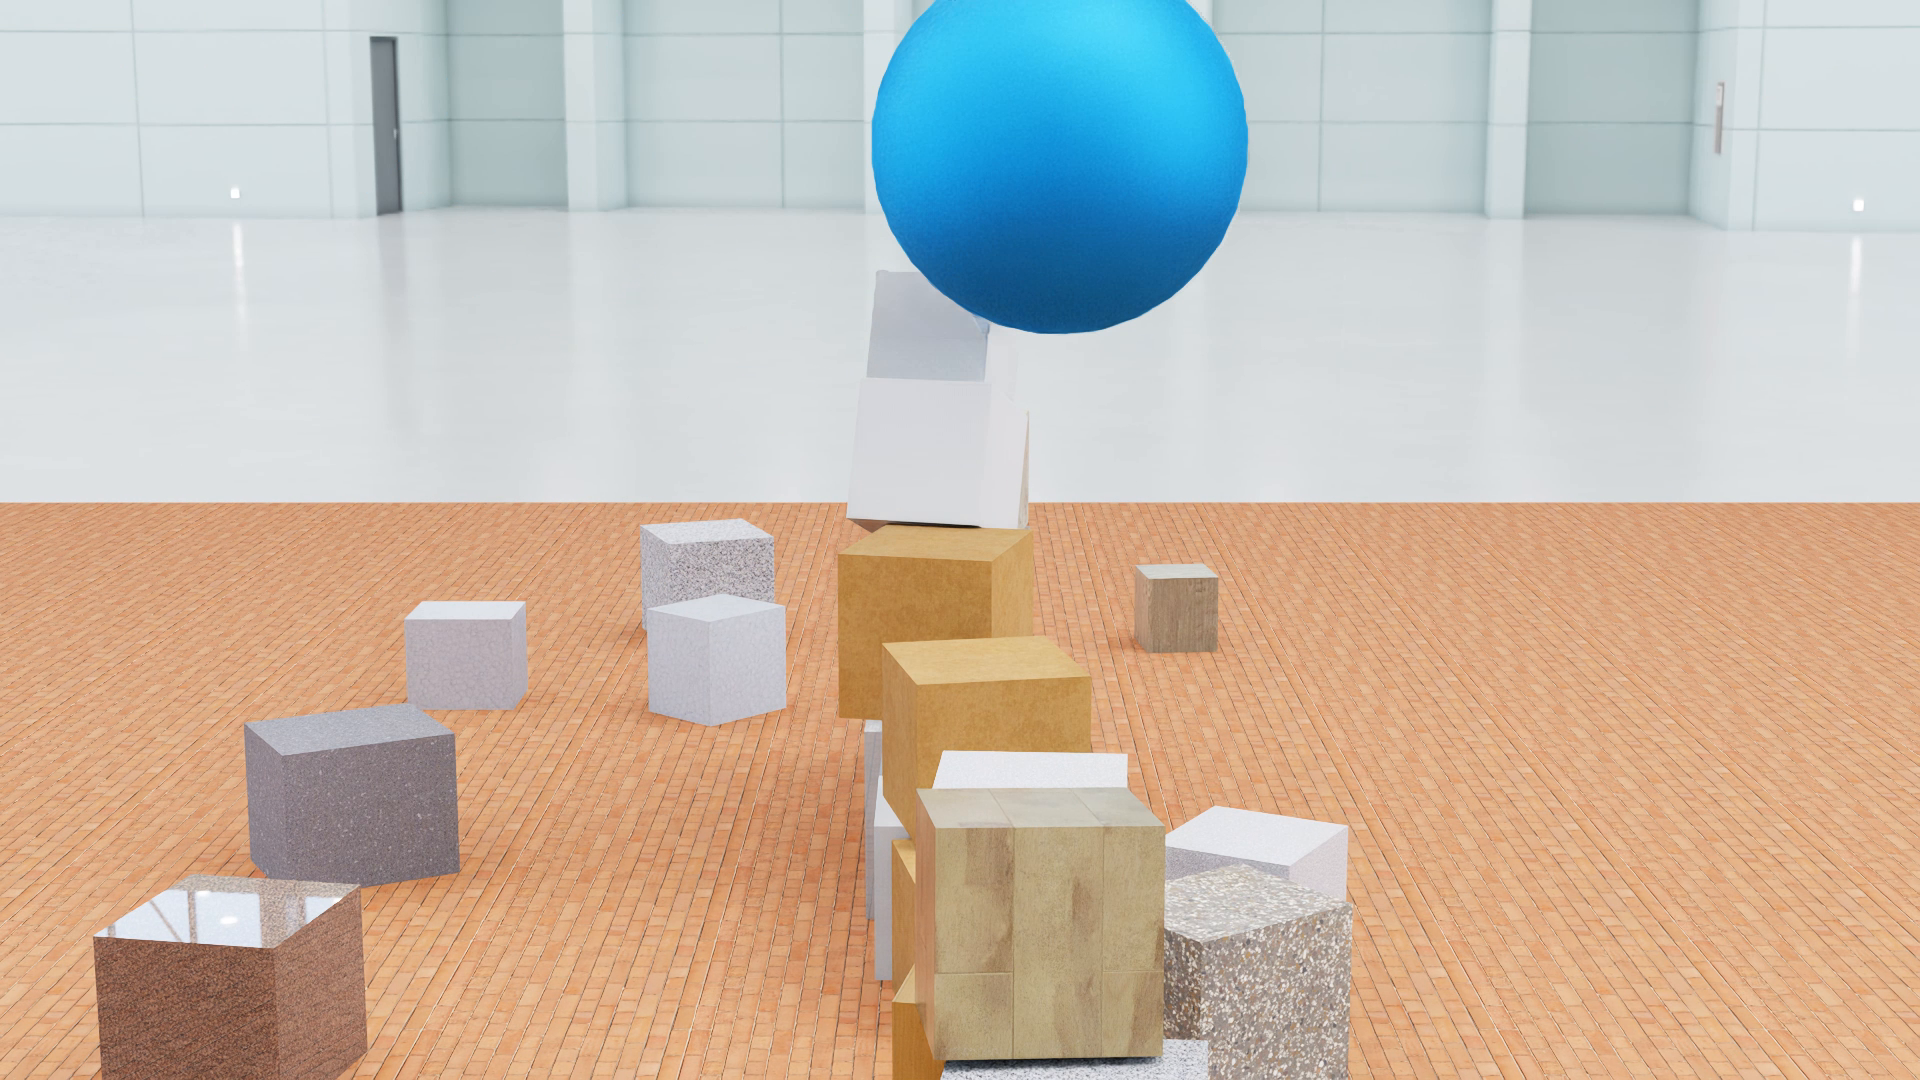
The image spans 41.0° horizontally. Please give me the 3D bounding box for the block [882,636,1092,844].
[{"bbox_3d":[0.092,0.774,10.041,0.673,0.631,0.730,-2,11,-12],"label":"block"}]

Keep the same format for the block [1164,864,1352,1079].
[{"bbox_3d":[0.914,1.584,9.002,0.696,0.662,0.578,-7,13,-35],"label":"block"}]

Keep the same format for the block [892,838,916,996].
[{"bbox_3d":[0.069,1.492,9.673,0.565,0.603,0.602,-2,10,-10],"label":"block"}]

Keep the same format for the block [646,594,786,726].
[{"bbox_3d":[-1.354,0.661,14.299,0.510,0.584,0.572,9,14,41],"label":"block"}]

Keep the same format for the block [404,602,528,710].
[{"bbox_3d":[-2.791,0.651,14.539,0.594,0.517,0.485,0,10,0],"label":"block"}]

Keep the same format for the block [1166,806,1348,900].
[{"bbox_3d":[1.105,1.442,9.803,0.557,0.656,0.584,6,12,29],"label":"block"}]

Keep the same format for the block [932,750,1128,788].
[{"bbox_3d":[0.226,1.064,8.218,0.609,0.620,0.646,1,10,4],"label":"block"}]

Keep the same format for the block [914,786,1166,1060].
[{"bbox_3d":[0.217,1.098,7.468,0.642,0.649,0.690,0,4,-6],"label":"block"}]

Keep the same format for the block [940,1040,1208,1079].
[{"bbox_3d":[0.309,1.876,7.099,0.732,0.769,0.753,1,10,6],"label":"block"}]

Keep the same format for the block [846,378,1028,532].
[{"bbox_3d":[-0.095,-0.340,11.786,0.613,0.645,0.704,3,-9,15],"label":"block"}]

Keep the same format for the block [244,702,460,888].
[{"bbox_3d":[-2.717,1.150,11.455,0.764,0.639,0.646,-6,12,-29],"label":"block"}]

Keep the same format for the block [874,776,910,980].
[{"bbox_3d":[0.008,1.353,10.370,0.686,0.627,0.728,0,10,0],"label":"block"}]

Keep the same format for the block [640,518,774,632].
[{"bbox_3d":[-1.597,0.273,16.194,0.672,0.670,0.713,-4,11,-21],"label":"block"}]

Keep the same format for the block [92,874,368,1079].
[{"bbox_3d":[-2.543,1.599,9.005,0.657,0.631,0.696,2,10,11],"label":"block"}]

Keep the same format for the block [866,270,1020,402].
[{"bbox_3d":[-0.068,-0.903,12.129,0.560,0.567,0.665,3,-9,13],"label":"block"}]

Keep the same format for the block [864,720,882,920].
[{"bbox_3d":[0.017,1.125,11.105,0.828,0.814,0.788,0,10,0],"label":"block"}]

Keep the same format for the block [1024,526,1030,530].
[{"bbox_3d":[-0.008,0.313,12.590,0.701,0.653,0.627,0,12,1],"label":"block"}]

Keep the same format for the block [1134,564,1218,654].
[{"bbox_3d":[1.341,0.422,15.936,0.437,0.467,0.442,-1,10,-7],"label":"block"}]

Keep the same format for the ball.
[{"bbox_3d":[0.420,-1.672,10.876,1.600,1.600,1.600,0,10,0],"label":"ball"}]

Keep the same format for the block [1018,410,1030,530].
[{"bbox_3d":[0.025,-0.319,12.610,0.557,0.573,0.589,2,12,8],"label":"block"}]

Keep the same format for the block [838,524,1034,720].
[{"bbox_3d":[-0.094,0.354,11.096,0.665,0.706,0.769,3,11,14],"label":"block"}]

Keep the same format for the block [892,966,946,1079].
[{"bbox_3d":[0.163,1.709,8.288,0.632,0.673,0.705,2,10,10],"label":"block"}]
